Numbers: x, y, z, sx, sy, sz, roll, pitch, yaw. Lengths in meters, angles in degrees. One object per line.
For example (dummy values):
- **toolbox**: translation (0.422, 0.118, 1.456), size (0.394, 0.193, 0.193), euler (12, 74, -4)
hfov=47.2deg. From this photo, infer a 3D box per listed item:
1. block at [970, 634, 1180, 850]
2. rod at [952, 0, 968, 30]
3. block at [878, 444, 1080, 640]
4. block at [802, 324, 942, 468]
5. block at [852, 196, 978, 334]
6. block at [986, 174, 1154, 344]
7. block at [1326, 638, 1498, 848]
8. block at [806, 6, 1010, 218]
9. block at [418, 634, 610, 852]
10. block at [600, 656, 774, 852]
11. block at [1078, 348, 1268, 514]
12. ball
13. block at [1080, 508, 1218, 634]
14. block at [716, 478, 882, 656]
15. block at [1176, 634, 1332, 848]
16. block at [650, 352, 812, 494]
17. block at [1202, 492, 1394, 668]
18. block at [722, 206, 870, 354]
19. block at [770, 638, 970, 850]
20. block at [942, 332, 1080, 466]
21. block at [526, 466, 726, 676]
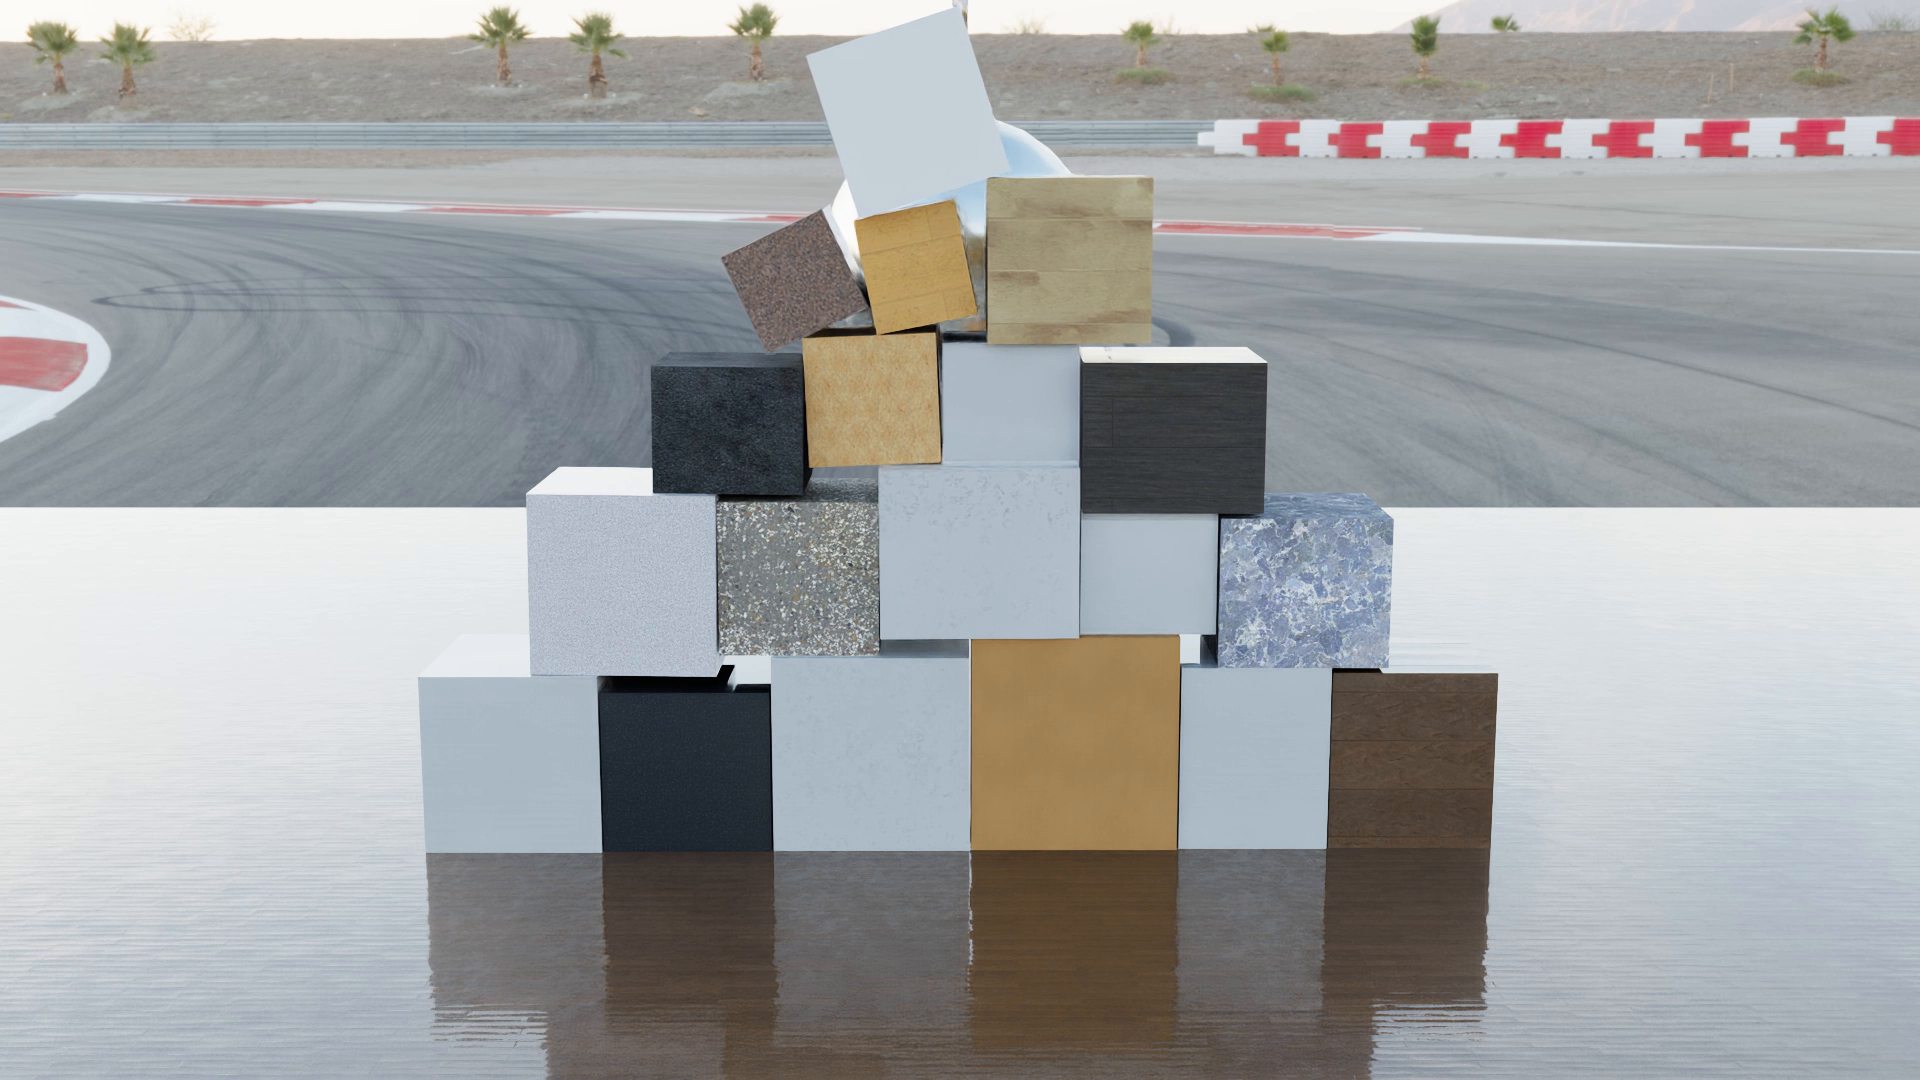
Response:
- **block**: translation (0.571, 0.937, 11.365), size (1.029, 1.091, 0.900), euler (0, 10, 0)
- **rod**: translation (0.000, -4.623, 11.253), size (0.080, 5.200, 0.080), euler (0, 31, 0)
- **block**: translation (0.095, -0.013, 11.188), size (0.976, 0.840, 0.949), euler (0, 10, 0)
- **block**: translation (-0.429, -0.736, 11.055), size (0.650, 0.637, 0.600), euler (-2, 10, 0)
- **block**: translation (-0.215, -1.368, 10.919), size (0.501, 0.565, 0.536), euler (-11, 10, 2)
- **block**: translation (0.527, -1.407, 10.937), size (0.793, 0.792, 0.771), euler (0, 10, 0)
- **block**: translation (2.259, 1.032, 11.366), size (0.819, 0.903, 0.795), euler (0, 10, 0)
- **block**: translation (-0.241, -2.090, 10.792), size (0.759, 0.804, 0.758), euler (-17, 10, 3)
- **block**: translation (-2.228, 1.032, 11.370), size (0.880, 0.901, 0.956), euler (0, 10, 0)
- **block**: translation (-1.360, 1.073, 11.381), size (0.836, 0.817, 0.931), euler (0, 10, 0)
- **block**: translation (1.042, -0.564, 11.073), size (0.886, 0.739, 0.801), euler (0, 10, 0)
- **ball**: translation (0.000, -1.695, 12.981), size (1.600, 1.600, 1.600), euler (0, 10, 0)
- **block**: translation (0.931, 0.100, 11.200), size (0.673, 0.614, 0.727), euler (0, 10, 0)
- **block**: translation (-0.796, 0.122, 11.221), size (0.791, 0.768, 0.806), euler (0, 10, 0)
- **block**: translation (1.468, 1.016, 11.377), size (0.744, 0.930, 0.855), euler (0, 10, 0)
- **block**: translation (-1.134, -0.598, 11.072), size (0.736, 0.624, 0.736), euler (1, 10, 0)
- **block**: translation (1.699, 0.192, 11.221), size (0.843, 0.748, 0.828), euler (0, 10, 0)
- **block**: translation (-0.803, -1.302, 10.958), size (0.546, 0.520, 0.579), euler (-25, 9, 4)
- **block**: translation (-0.443, 0.987, 11.377), size (0.979, 0.988, 0.932), euler (0, 10, 0)
- **block**: translation (0.251, -0.722, 11.065), size (0.668, 0.599, 0.671), euler (0, 10, 0)
- **block**: translation (-1.656, 0.145, 11.217), size (0.918, 0.902, 0.904), euler (1, 10, 0)
